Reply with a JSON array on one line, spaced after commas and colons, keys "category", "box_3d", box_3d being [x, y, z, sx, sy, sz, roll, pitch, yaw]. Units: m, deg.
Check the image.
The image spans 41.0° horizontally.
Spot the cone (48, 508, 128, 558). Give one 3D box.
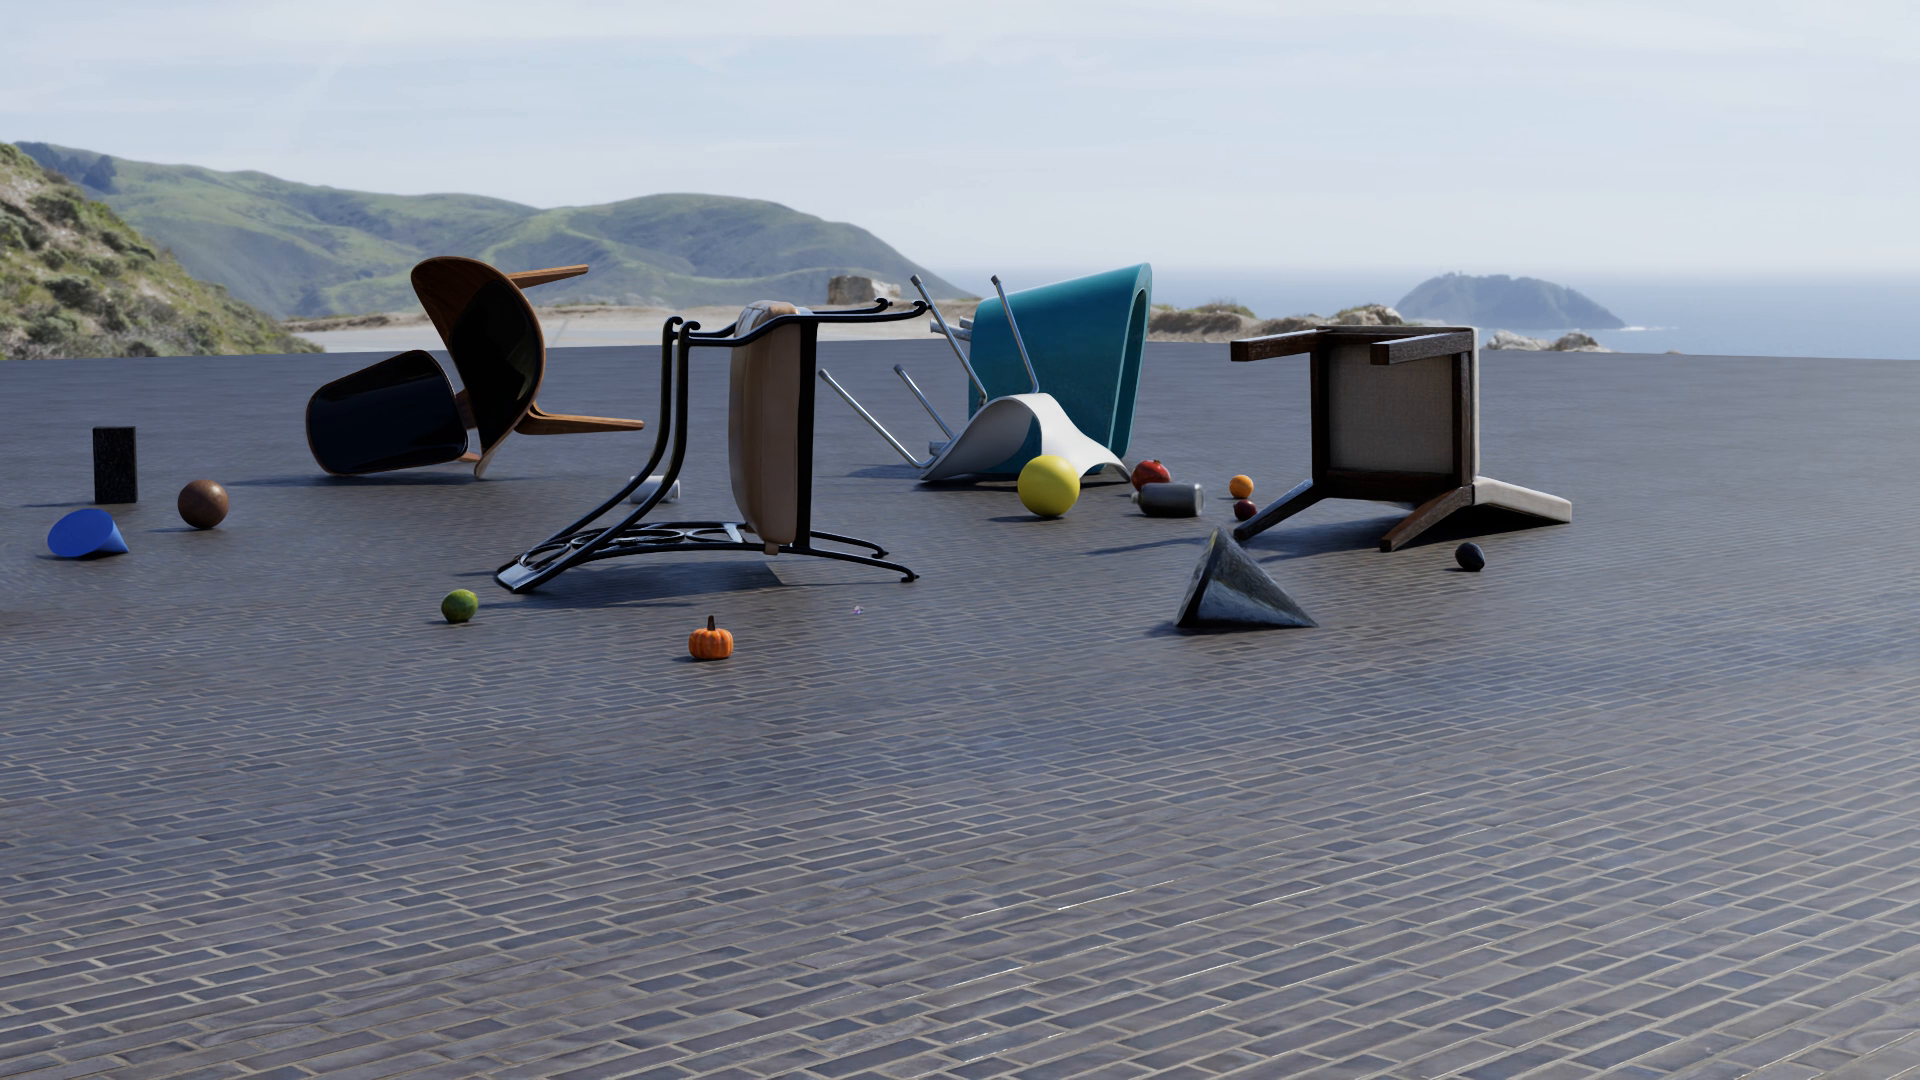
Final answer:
[{"category": "cone", "box_3d": [-2.025, 0.006, 6.076, 0.237, 0.119, 0.145, -6, -22, 33]}]

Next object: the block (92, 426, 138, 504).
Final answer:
[{"category": "block", "box_3d": [-2.463, -0.220, 7.482, 0.113, 0.218, 0.100, -2, 6, -14]}]

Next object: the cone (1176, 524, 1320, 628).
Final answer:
[{"category": "cone", "box_3d": [0.561, 0.115, 4.826, 0.249, 0.206, 0.213, 23, 36, 1]}]

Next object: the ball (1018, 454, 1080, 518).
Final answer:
[{"category": "ball", "box_3d": [0.243, -0.148, 7.011, 0.171, 0.171, 0.171, 0, 6, 0]}]
